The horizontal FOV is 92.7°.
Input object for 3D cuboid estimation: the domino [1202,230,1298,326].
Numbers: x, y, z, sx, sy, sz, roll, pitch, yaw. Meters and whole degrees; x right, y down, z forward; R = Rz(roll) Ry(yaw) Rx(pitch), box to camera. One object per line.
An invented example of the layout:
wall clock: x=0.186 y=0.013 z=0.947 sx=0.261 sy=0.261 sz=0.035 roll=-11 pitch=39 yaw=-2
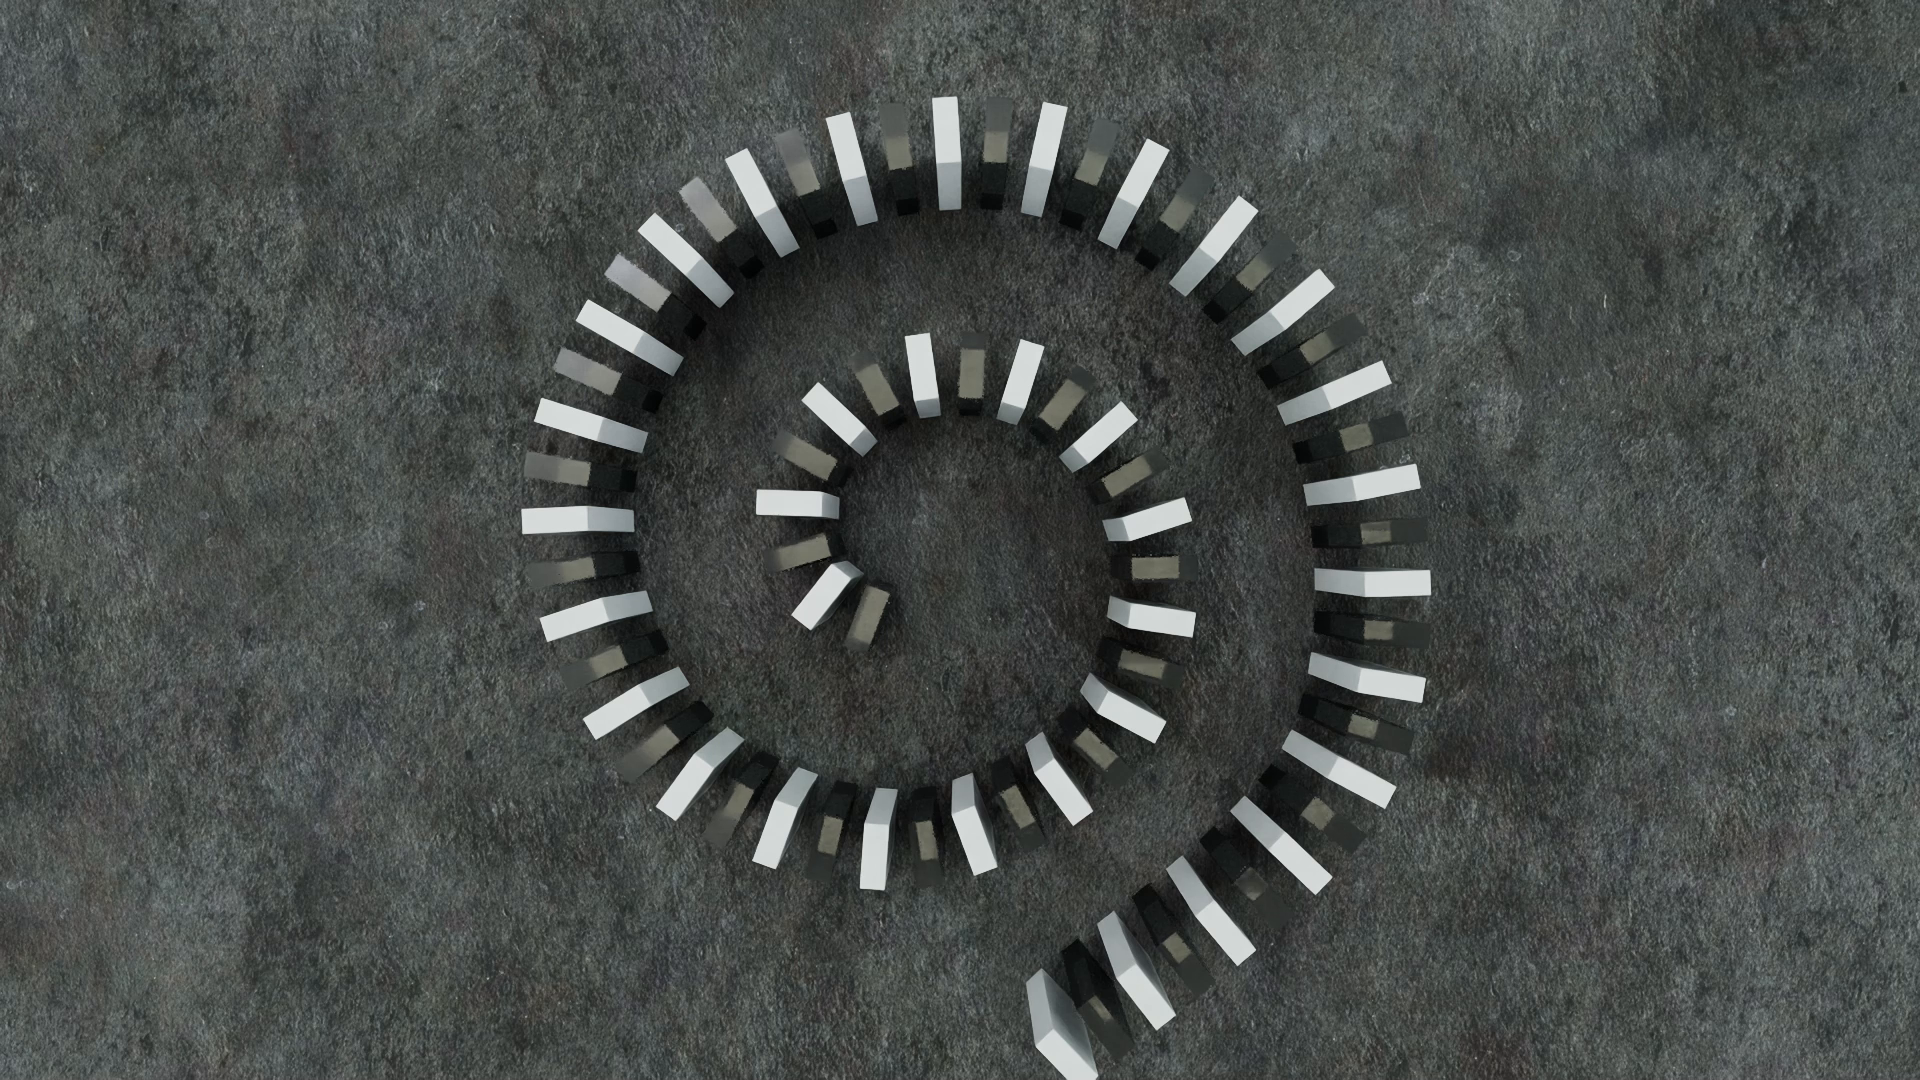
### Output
domino: x=0.117 y=-0.106 z=0.375 sx=0.009 sy=0.050 sz=0.025 roll=43 pitch=90 yaw=0

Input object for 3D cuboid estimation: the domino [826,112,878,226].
domino: x=-0.043 y=-0.150 z=0.375 sx=0.010 sy=0.050 sz=0.025 roll=-15 pitch=90 yaw=0

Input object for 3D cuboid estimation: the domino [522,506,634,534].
domino: x=-0.155 y=-0.008 z=0.375 sx=0.025 sy=0.050 sz=0.010 roll=-3 pitch=90 yaw=0

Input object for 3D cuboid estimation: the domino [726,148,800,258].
domino: x=-0.080 y=-0.136 z=0.375 sx=0.009 sy=0.050 sz=0.025 roll=-27 pitch=90 yaw=0

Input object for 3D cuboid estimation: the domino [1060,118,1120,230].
domino: x=0.052 y=-0.148 z=0.375 sx=0.010 sy=0.050 sz=0.025 roll=22 pitch=90 yaw=0

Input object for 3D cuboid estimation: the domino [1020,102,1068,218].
domino: x=0.034 y=-0.154 z=0.375 sx=0.010 sy=0.050 sz=0.025 roll=13 pitch=90 yaw=0

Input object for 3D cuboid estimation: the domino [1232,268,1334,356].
domino: x=0.131 y=-0.092 z=0.375 sx=0.025 sy=0.050 sz=0.009 roll=-40 pitch=90 yaw=0

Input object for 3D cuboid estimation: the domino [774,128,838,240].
domino: x=-0.062 y=-0.144 z=0.375 sx=0.010 sy=0.050 sz=0.025 roll=-21 pitch=90 yaw=0

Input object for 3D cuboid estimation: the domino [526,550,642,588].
domino: x=-0.152 y=0.012 z=0.375 sx=0.025 sy=0.050 sz=0.009 roll=-11 pitch=90 yaw=0

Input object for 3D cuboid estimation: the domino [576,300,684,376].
domino: x=-0.134 y=-0.082 z=0.375 sx=0.025 sy=0.050 sz=0.009 roll=30 pitch=90 yaw=0

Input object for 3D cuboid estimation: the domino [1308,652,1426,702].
domino: x=0.165 y=0.056 z=0.375 sx=0.025 sy=0.050 sz=0.009 roll=9 pitch=90 yaw=0

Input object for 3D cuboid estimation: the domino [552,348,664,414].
domino: x=-0.142 y=-0.064 z=0.375 sx=0.025 sy=0.050 sz=0.009 roll=24 pitch=90 yaw=0

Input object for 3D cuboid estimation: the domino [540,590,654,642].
domino: x=-0.147 y=0.030 z=0.375 sx=0.025 sy=0.050 sz=0.010 roll=-18 pitch=90 yaw=0

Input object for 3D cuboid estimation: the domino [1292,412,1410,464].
domino: x=0.158 y=-0.041 z=0.375 sx=0.025 sy=0.050 sz=0.009 roll=-17 pitch=90 yaw=0

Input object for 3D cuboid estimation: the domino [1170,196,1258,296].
domino: x=0.103 y=-0.119 z=0.375 sx=0.010 sy=0.050 sz=0.025 roll=38 pitch=90 yaw=0

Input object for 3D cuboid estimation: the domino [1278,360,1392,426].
domino: x=0.152 y=-0.059 z=0.375 sx=0.025 sy=0.050 sz=0.010 roll=-23 pitch=90 yaw=0

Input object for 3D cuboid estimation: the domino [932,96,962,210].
domino: x=-0.005 y=-0.157 z=0.375 sx=0.009 sy=0.050 sz=0.025 roll=-4 pitch=90 yaw=0

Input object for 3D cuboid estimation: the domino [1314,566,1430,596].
domino: x=0.167 y=0.017 z=0.375 sx=0.025 sy=0.050 sz=0.010 roll=-2 pitch=90 yaw=0

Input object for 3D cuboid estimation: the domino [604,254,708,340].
domino: x=-0.123 y=-0.098 z=0.375 sx=0.025 sy=0.050 sz=0.010 roll=36 pitch=90 yaw=0

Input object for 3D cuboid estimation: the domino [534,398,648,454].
domino: x=-0.149 y=-0.046 z=0.375 sx=0.025 sy=0.050 sz=0.010 roll=17 pitch=90 yaw=0

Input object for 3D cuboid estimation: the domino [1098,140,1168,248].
domino: x=0.070 y=-0.140 z=0.375 sx=0.009 sy=0.050 sz=0.025 roll=28 pitch=90 yaw=0

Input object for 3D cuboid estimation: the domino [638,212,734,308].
domino: x=-0.111 y=-0.113 z=0.375 sx=0.025 sy=0.050 sz=0.009 roll=43 pitch=90 yaw=0

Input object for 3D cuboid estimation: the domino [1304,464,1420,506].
domino: x=0.163 y=-0.022 z=0.375 sx=0.025 sy=0.050 sz=0.010 roll=-11 pitch=90 yaw=0

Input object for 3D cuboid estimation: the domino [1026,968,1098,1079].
domino: x=0.041 y=0.199 z=0.375 sx=0.009 sy=0.050 sz=0.025 roll=-44 pitch=90 yaw=0

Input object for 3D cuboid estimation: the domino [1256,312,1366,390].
domino: x=0.142 y=-0.076 z=0.375 sx=0.025 sy=0.050 sz=0.010 roll=-33 pitch=90 yaw=0

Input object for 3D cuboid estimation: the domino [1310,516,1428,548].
domino: x=0.166 y=-0.003 z=0.375 sx=0.025 sy=0.050 sz=0.009 roll=-6 pitch=90 yaw=0

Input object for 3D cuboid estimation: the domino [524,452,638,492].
domino: x=-0.154 y=-0.027 z=0.375 sx=0.025 sy=0.050 sz=0.009 roll=9 pitch=90 yaw=0

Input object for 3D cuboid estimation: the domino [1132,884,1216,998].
domino: x=0.086 y=0.163 z=0.375 sx=0.009 sy=0.050 sz=0.025 roll=-39 pitch=90 yaw=0

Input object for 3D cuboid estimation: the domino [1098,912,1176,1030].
domino: x=0.071 y=0.175 z=0.375 sx=0.009 sy=0.050 sz=0.025 roll=-38 pitch=90 yaw=0

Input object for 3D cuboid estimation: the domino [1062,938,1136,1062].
domino: x=0.056 y=0.187 z=0.375 sx=0.009 sy=0.050 sz=0.025 roll=-38 pitch=90 yaw=0

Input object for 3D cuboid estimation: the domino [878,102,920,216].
domino: x=-0.024 y=-0.154 z=0.375 sx=0.009 sy=0.050 sz=0.025 roll=-10 pitch=90 yaw=0

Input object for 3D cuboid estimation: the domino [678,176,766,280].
domino: x=-0.096 y=-0.126 z=0.375 sx=0.009 sy=0.050 sz=0.025 roll=-37 pitch=90 yaw=0

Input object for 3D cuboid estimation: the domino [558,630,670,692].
domino: x=-0.140 y=0.049 z=0.375 sx=0.025 sy=0.050 sz=0.009 roll=-25 pitch=90 yaw=0

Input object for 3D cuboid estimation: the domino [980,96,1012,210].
domino: x=0.014 y=-0.157 z=0.375 sx=0.010 sy=0.050 sz=0.025 roll=3 pitch=90 yaw=0

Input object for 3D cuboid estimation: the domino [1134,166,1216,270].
domino: x=0.087 y=-0.130 z=0.375 sx=0.009 sy=0.050 sz=0.025 roll=33 pitch=90 yaw=0

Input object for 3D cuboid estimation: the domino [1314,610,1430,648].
domino: x=0.167 y=0.036 z=0.375 sx=0.025 sy=0.050 sz=0.010 roll=3 pitch=90 yaw=0
